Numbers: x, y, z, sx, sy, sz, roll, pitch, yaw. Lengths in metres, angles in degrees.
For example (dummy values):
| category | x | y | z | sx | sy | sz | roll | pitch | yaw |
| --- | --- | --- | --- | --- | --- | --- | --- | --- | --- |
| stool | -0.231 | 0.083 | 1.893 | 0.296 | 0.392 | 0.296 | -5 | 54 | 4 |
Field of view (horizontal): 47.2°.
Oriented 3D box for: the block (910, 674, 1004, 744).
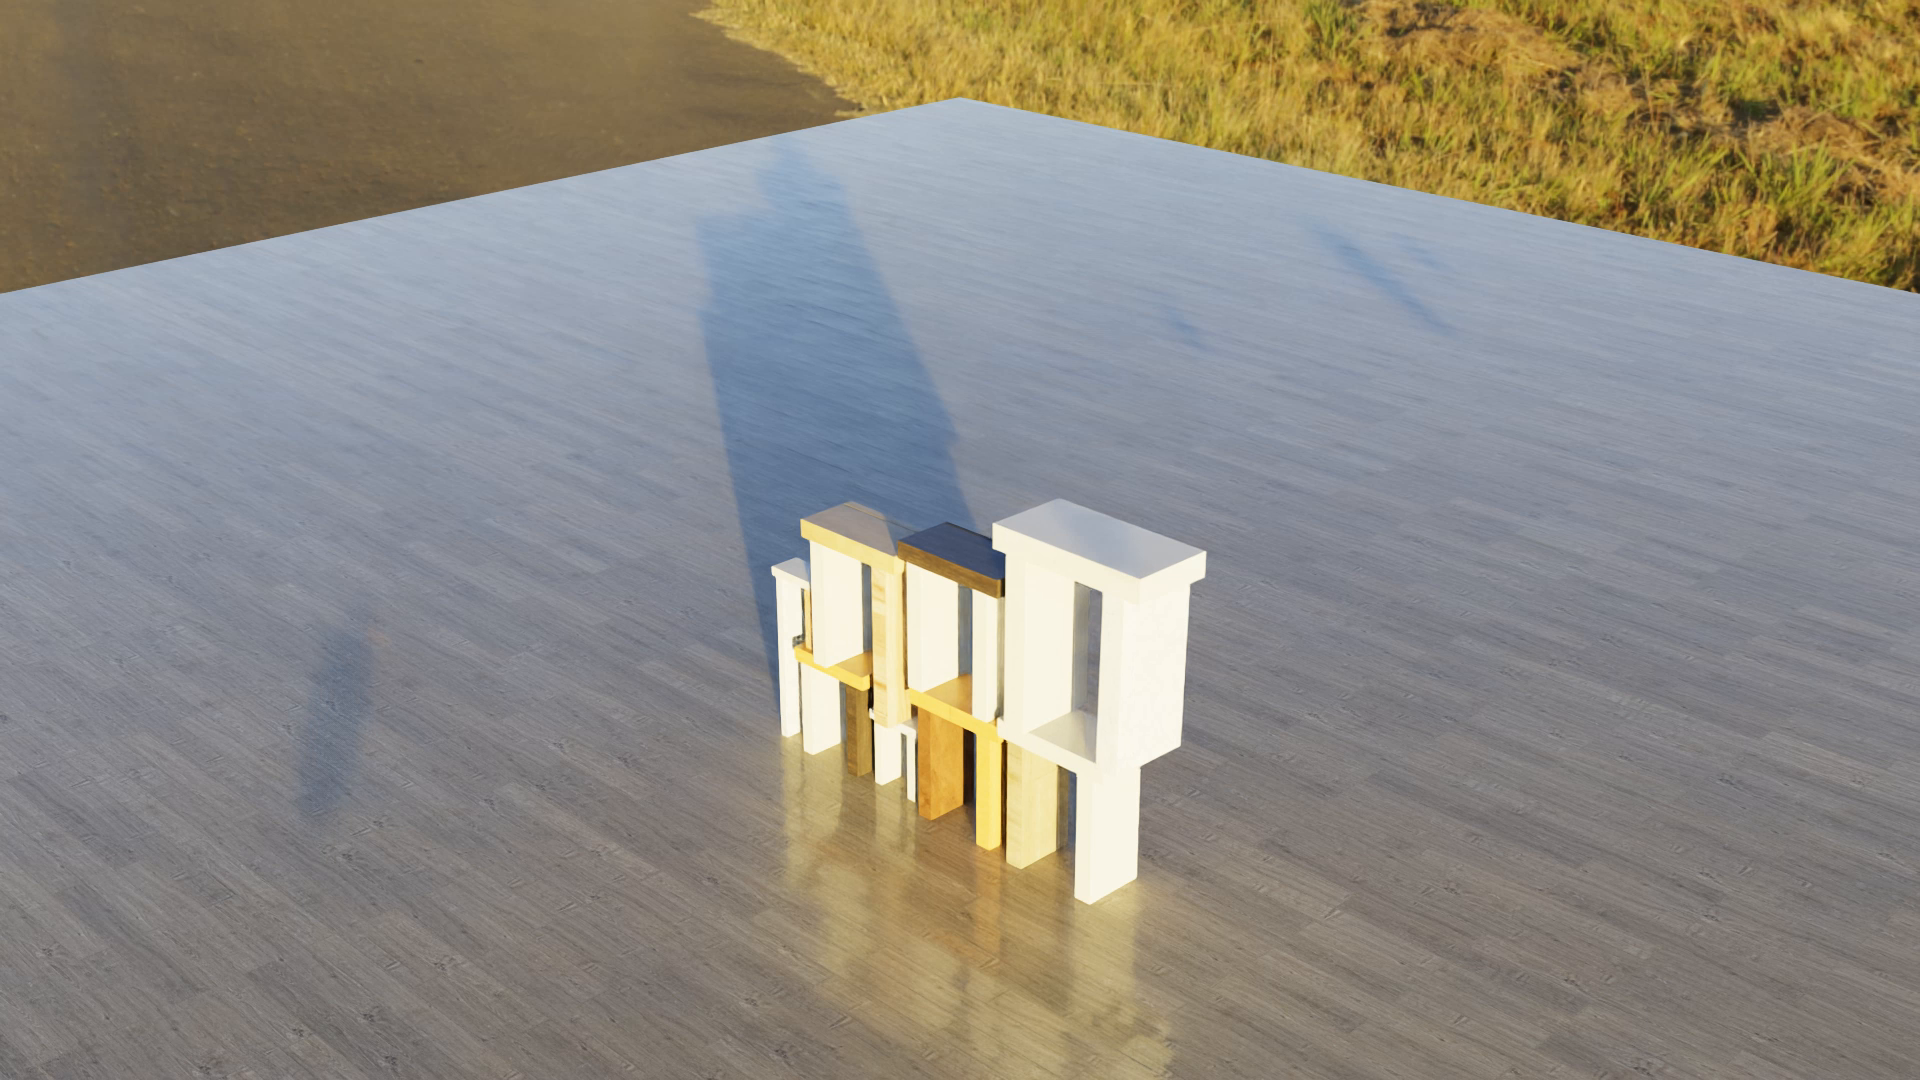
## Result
| category | x | y | z | sx | sy | sz | roll | pitch | yaw |
| --- | --- | --- | --- | --- | --- | --- | --- | --- | --- |
| block | 0.030 | 0.324 | 4.324 | 0.123 | 0.035 | 0.246 | -21 | 31 | -40 |

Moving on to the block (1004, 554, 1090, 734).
| category | x | y | z | sx | sy | sz | roll | pitch | yaw |
| --- | --- | --- | --- | --- | --- | --- | --- | --- | --- |
| block | 0.164 | 0.171 | 4.118 | 0.177 | 0.354 | 0.050 | -22 | 32 | -40 |

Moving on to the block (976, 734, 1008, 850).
| category | x | y | z | sx | sy | sz | roll | pitch | yaw |
| --- | --- | --- | --- | --- | --- | --- | --- | --- | --- |
| block | 0.088 | 0.475 | 4.326 | 0.035 | 0.246 | 0.123 | 21 | 31 | 41 |

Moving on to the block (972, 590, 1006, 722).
| category | x | y | z | sx | sy | sz | roll | pitch | yaw |
| --- | --- | --- | --- | --- | --- | --- | --- | --- | --- |
| block | 0.085 | 0.203 | 4.219 | 0.135 | 0.269 | 0.038 | -21 | 31 | -41 |

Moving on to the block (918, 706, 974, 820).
| category | x | y | z | sx | sy | sz | roll | pitch | yaw |
| --- | --- | --- | --- | --- | --- | --- | --- | --- | --- |
| block | -0.027 | 0.430 | 4.432 | 0.035 | 0.246 | 0.123 | 21 | 31 | 41 |

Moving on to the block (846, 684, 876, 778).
| category | x | y | z | sx | sy | sz | roll | pitch | yaw |
| --- | --- | --- | --- | --- | --- | --- | --- | --- | --- |
| block | -0.187 | 0.381 | 4.594 | 0.030 | 0.210 | 0.105 | 21 | 31 | 41 |

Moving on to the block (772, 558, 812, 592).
| category | x | y | z | sx | sy | sz | roll | pitch | yaw |
| --- | --- | --- | --- | --- | --- | --- | --- | --- | --- |
| block | -0.324 | 0.073 | 4.605 | 0.068 | 0.019 | 0.135 | -21 | 31 | -41 |

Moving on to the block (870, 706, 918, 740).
| category | x | y | z | sx | sy | sz | roll | pitch | yaw |
| --- | --- | --- | --- | --- | --- | --- | --- | --- | --- |
| block | -0.109 | 0.366 | 4.499 | 0.073 | 0.021 | 0.146 | -21 | 31 | -41 |

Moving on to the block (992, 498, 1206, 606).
| category | x | y | z | sx | sy | sz | roll | pitch | yaw |
| --- | --- | --- | --- | --- | --- | --- | --- | --- | --- |
| block | 0.248 | 0.018 | 3.960 | 0.177 | 0.050 | 0.354 | -21 | 31 | -40 |

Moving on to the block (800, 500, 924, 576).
| category | x | y | z | sx | sy | sz | roll | pitch | yaw |
| --- | --- | --- | --- | --- | --- | --- | --- | --- | --- |
| block | -0.176 | -0.006 | 4.409 | 0.137 | 0.039 | 0.274 | -21 | 31 | -40 |

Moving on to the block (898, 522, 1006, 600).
| category | x | y | z | sx | sy | sz | roll | pitch | yaw |
| --- | --- | --- | --- | --- | --- | --- | --- | --- | --- |
| block | 0.022 | 0.037 | 4.218 | 0.135 | 0.038 | 0.269 | -21 | 31 | -40 |

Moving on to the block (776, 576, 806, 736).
| category | x | y | z | sx | sy | sz | roll | pitch | yaw |
| --- | --- | --- | --- | --- | --- | --- | --- | --- | --- |
| block | -0.356 | 0.242 | 4.711 | 0.019 | 0.374 | 0.068 | 21 | 31 | 41 |

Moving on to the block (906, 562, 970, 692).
| category | x | y | z | sx | sy | sz | roll | pitch | yaw |
| --- | --- | --- | --- | --- | --- | --- | --- | --- | --- |
| block | -0.042 | 0.153 | 4.337 | 0.135 | 0.269 | 0.038 | -21 | 31 | -40 |

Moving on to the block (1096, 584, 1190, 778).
| category | x | y | z | sx | sy | sz | roll | pitch | yaw |
| --- | --- | --- | --- | --- | --- | --- | --- | --- | --- |
| block | 0.330 | 0.236 | 3.965 | 0.177 | 0.354 | 0.050 | -21 | 31 | -40 |

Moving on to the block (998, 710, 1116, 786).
| category | x | y | z | sx | sy | sz | roll | pitch | yaw |
| --- | --- | --- | --- | --- | --- | --- | --- | --- | --- |
| block | 0.213 | 0.375 | 4.140 | 0.134 | 0.038 | 0.268 | -22 | 31 | -40 |

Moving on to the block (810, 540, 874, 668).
| category | x | y | z | sx | sy | sz | roll | pitch | yaw |
| --- | --- | --- | --- | --- | --- | --- | --- | --- | --- |
| block | -0.241 | 0.113 | 4.530 | 0.039 | 0.274 | 0.137 | 21 | 31 | 41 |

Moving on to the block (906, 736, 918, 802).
| category | x | y | z | sx | sy | sz | roll | pitch | yaw |
| --- | --- | --- | --- | --- | --- | --- | --- | --- | --- |
| block | -0.074 | 0.456 | 4.500 | 0.073 | 0.146 | 0.021 | -21 | 31 | -41 |

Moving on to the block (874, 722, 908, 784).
| category | x | y | z | sx | sy | sz | roll | pitch | yaw |
| --- | --- | --- | --- | --- | --- | --- | --- | --- | --- |
| block | -0.143 | 0.429 | 4.563 | 0.073 | 0.146 | 0.021 | -21 | 31 | -41 |

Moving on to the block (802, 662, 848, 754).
| category | x | y | z | sx | sy | sz | roll | pitch | yaw |
| --- | --- | --- | --- | --- | --- | --- | --- | --- | --- |
| block | -0.286 | 0.343 | 4.685 | 0.030 | 0.210 | 0.105 | 21 | 31 | 41 |

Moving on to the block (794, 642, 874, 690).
| category | x | y | z | sx | sy | sz | roll | pitch | yaw |
| --- | --- | --- | --- | --- | --- | --- | --- | --- | --- |
| block | -0.237 | 0.252 | 4.593 | 0.210 | 0.030 | 0.105 | 21 | 31 | 41 |

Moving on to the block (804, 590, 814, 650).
| category | x | y | z | sx | sy | sz | roll | pitch | yaw |
| --- | --- | --- | --- | --- | --- | --- | --- | --- | --- |
| block | -0.292 | 0.157 | 4.605 | 0.019 | 0.135 | 0.068 | 21 | 31 | 41 |

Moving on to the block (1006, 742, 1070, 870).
| category | x | y | z | sx | sy | sz | roll | pitch | yaw |
| --- | --- | --- | --- | --- | --- | --- | --- | --- | --- |
| block | 0.152 | 0.490 | 4.261 | 0.038 | 0.268 | 0.134 | 21 | 31 | 40 |

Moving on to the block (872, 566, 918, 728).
| category | x | y | z | sx | sy | sz | roll | pitch | yaw |
| --- | --- | --- | --- | --- | --- | --- | --- | --- | --- |
| block | -0.111 | 0.197 | 4.425 | 0.137 | 0.347 | 0.039 | -21 | 31 | -40 |

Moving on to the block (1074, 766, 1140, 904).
| category | x | y | z | sx | sy | sz | roll | pitch | yaw |
| --- | --- | --- | --- | --- | --- | --- | --- | --- | --- |
| block | 0.278 | 0.540 | 4.145 | 0.134 | 0.268 | 0.038 | -21 | 31 | -40 |
